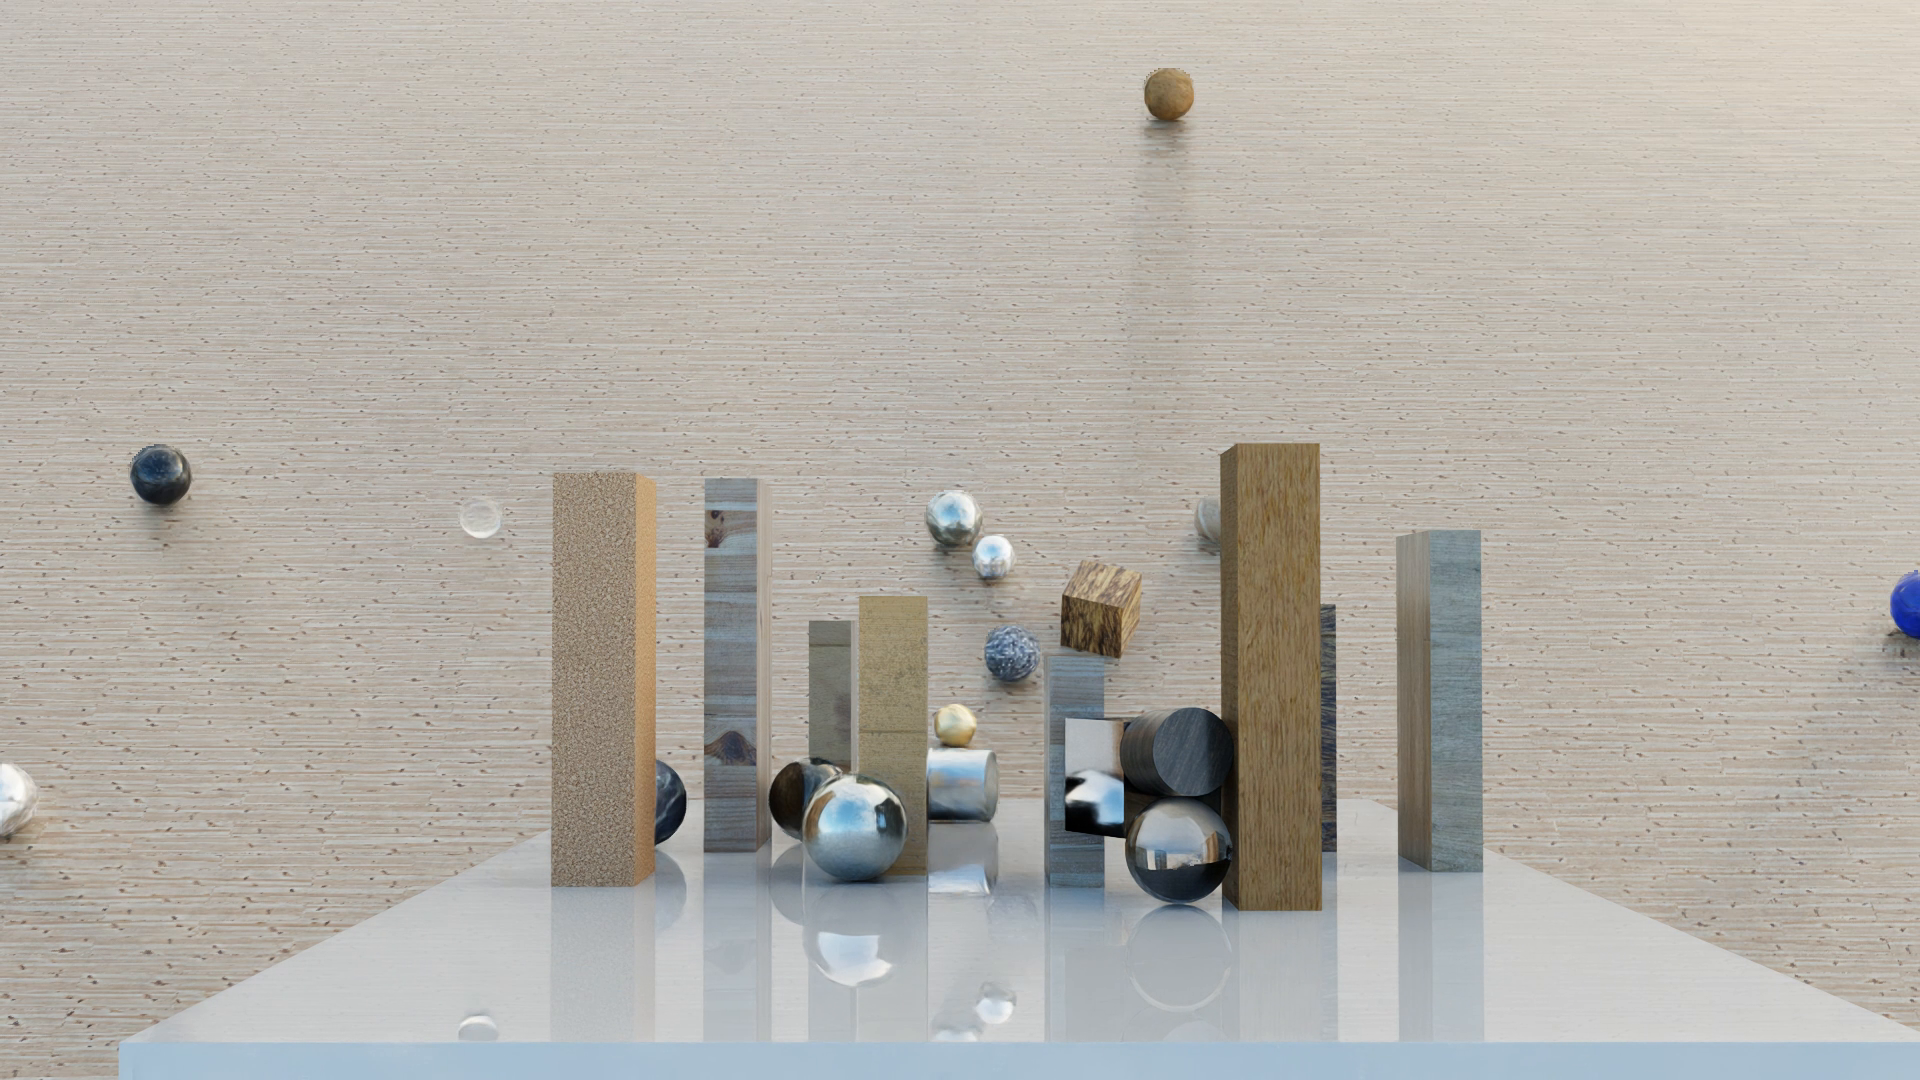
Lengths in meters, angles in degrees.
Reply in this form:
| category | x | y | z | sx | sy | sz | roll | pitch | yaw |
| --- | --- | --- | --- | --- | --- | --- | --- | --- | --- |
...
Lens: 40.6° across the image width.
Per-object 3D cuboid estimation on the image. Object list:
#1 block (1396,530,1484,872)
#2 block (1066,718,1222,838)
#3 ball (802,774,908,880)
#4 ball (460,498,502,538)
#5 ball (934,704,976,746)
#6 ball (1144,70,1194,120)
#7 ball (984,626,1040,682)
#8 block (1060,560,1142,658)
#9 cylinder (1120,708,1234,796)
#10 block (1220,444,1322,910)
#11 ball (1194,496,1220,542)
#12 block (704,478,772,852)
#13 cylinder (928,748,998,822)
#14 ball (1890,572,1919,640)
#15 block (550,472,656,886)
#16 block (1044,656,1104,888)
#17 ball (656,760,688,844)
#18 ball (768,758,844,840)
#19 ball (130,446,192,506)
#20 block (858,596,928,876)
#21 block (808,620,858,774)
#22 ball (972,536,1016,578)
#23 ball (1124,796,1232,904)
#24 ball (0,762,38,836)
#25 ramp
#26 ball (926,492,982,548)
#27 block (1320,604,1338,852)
| category | x | y | z | sx | sy | sz | roll | pitch | yaw |
| --- | --- | --- | --- | --- | --- | --- | --- | --- | --- |
| block | 0.921 | 0.305 | 5.005 | 0.095 | 0.634 | 0.373 | 0 | -2 | 0 |
| block | 0.313 | 0.405 | 4.457 | 0.194 | 0.194 | 0.194 | 1 | -2 | -28 |
| ball | -0.188 | 0.515 | 4.659 | 0.191 | 0.191 | 0.191 | 0 | 35 | 0 |
| ball | -1.462 | -0.068 | 7.939 | 0.125 | 0.125 | 0.125 | 0 | 35 | 0 |
| ball | -0.012 | 0.508 | 7.130 | 0.117 | 0.117 | 0.117 | 0 | 35 | 0 |
| ball | 0.826 | -1.759 | 10.266 | 0.200 | 0.200 | 0.200 | 0 | 35 | 0 |
| ball | 0.149 | 0.321 | 7.358 | 0.160 | 0.160 | 0.160 | 0 | 35 | 0 |
| block | 0.408 | 0.199 | 7.510 | 0.182 | 0.182 | 0.182 | 12 | 37 | 17 |
| cylinder | 0.356 | 0.349 | 4.278 | 0.144 | 0.144 | 0.144 | -14 | -1 | -19 |
| block | 0.513 | 0.224 | 4.310 | 0.133 | 0.750 | 0.275 | 0 | -2 | 0 |
| ball | 0.783 | -0.064 | 7.919 | 0.141 | 0.141 | 0.141 | 0 | 35 | 0 |
| block | -0.464 | 0.259 | 5.465 | 0.106 | 0.755 | 0.436 | 0 | -2 | 0 |
| cylinder | -0.008 | 0.573 | 6.085 | 0.167 | 0.167 | 0.167 | 0 | 35 | 13 |
| ball | 2.791 | 0.191 | 7.508 | 0.199 | 0.199 | 0.199 | 0 | 35 | 0 |
| block | -0.643 | 0.249 | 4.711 | 0.147 | 0.726 | 0.305 | 0 | -2 | 0 |
| block | 0.205 | 0.411 | 4.690 | 0.095 | 0.401 | 0.312 | 0 | -2 | 0 |
| ball | -0.656 | 0.541 | 5.360 | 0.185 | 0.185 | 0.185 | 0 | 35 | 0 |
| ball | -0.316 | 0.549 | 5.503 | 0.178 | 0.178 | 0.178 | 0 | 35 | 0 |
| ball | -2.481 | -0.199 | 8.072 | 0.184 | 0.184 | 0.184 | 0 | 35 | 0 |
| block | -0.123 | 0.363 | 4.913 | 0.124 | 0.511 | 0.306 | 0 | -2 | 0 |
| block | -0.280 | 0.413 | 5.762 | 0.091 | 0.468 | 0.331 | 0 | -2 | 0 |
| ball | 0.101 | 0.051 | 7.764 | 0.131 | 0.131 | 0.131 | 0 | 35 | 0 |
| ball | 0.359 | 0.509 | 4.269 | 0.177 | 0.177 | 0.177 | 0 | 35 | 0 |
| ball | -2.524 | 0.682 | 6.817 | 0.195 | 0.195 | 0.195 | 0 | 35 | 0 |
| ramp | 0.078 | 0.667 | 4.845 | 2.000 | 0.100 | 4.000 | 0 | -2 | 0 |
| ball | -0.017 | -0.062 | 7.892 | 0.169 | 0.169 | 0.169 | 0 | 35 | 0 |
| block | 0.720 | 0.386 | 5.452 | 0.083 | 0.500 | 0.398 | 0 | -2 | 0 |
